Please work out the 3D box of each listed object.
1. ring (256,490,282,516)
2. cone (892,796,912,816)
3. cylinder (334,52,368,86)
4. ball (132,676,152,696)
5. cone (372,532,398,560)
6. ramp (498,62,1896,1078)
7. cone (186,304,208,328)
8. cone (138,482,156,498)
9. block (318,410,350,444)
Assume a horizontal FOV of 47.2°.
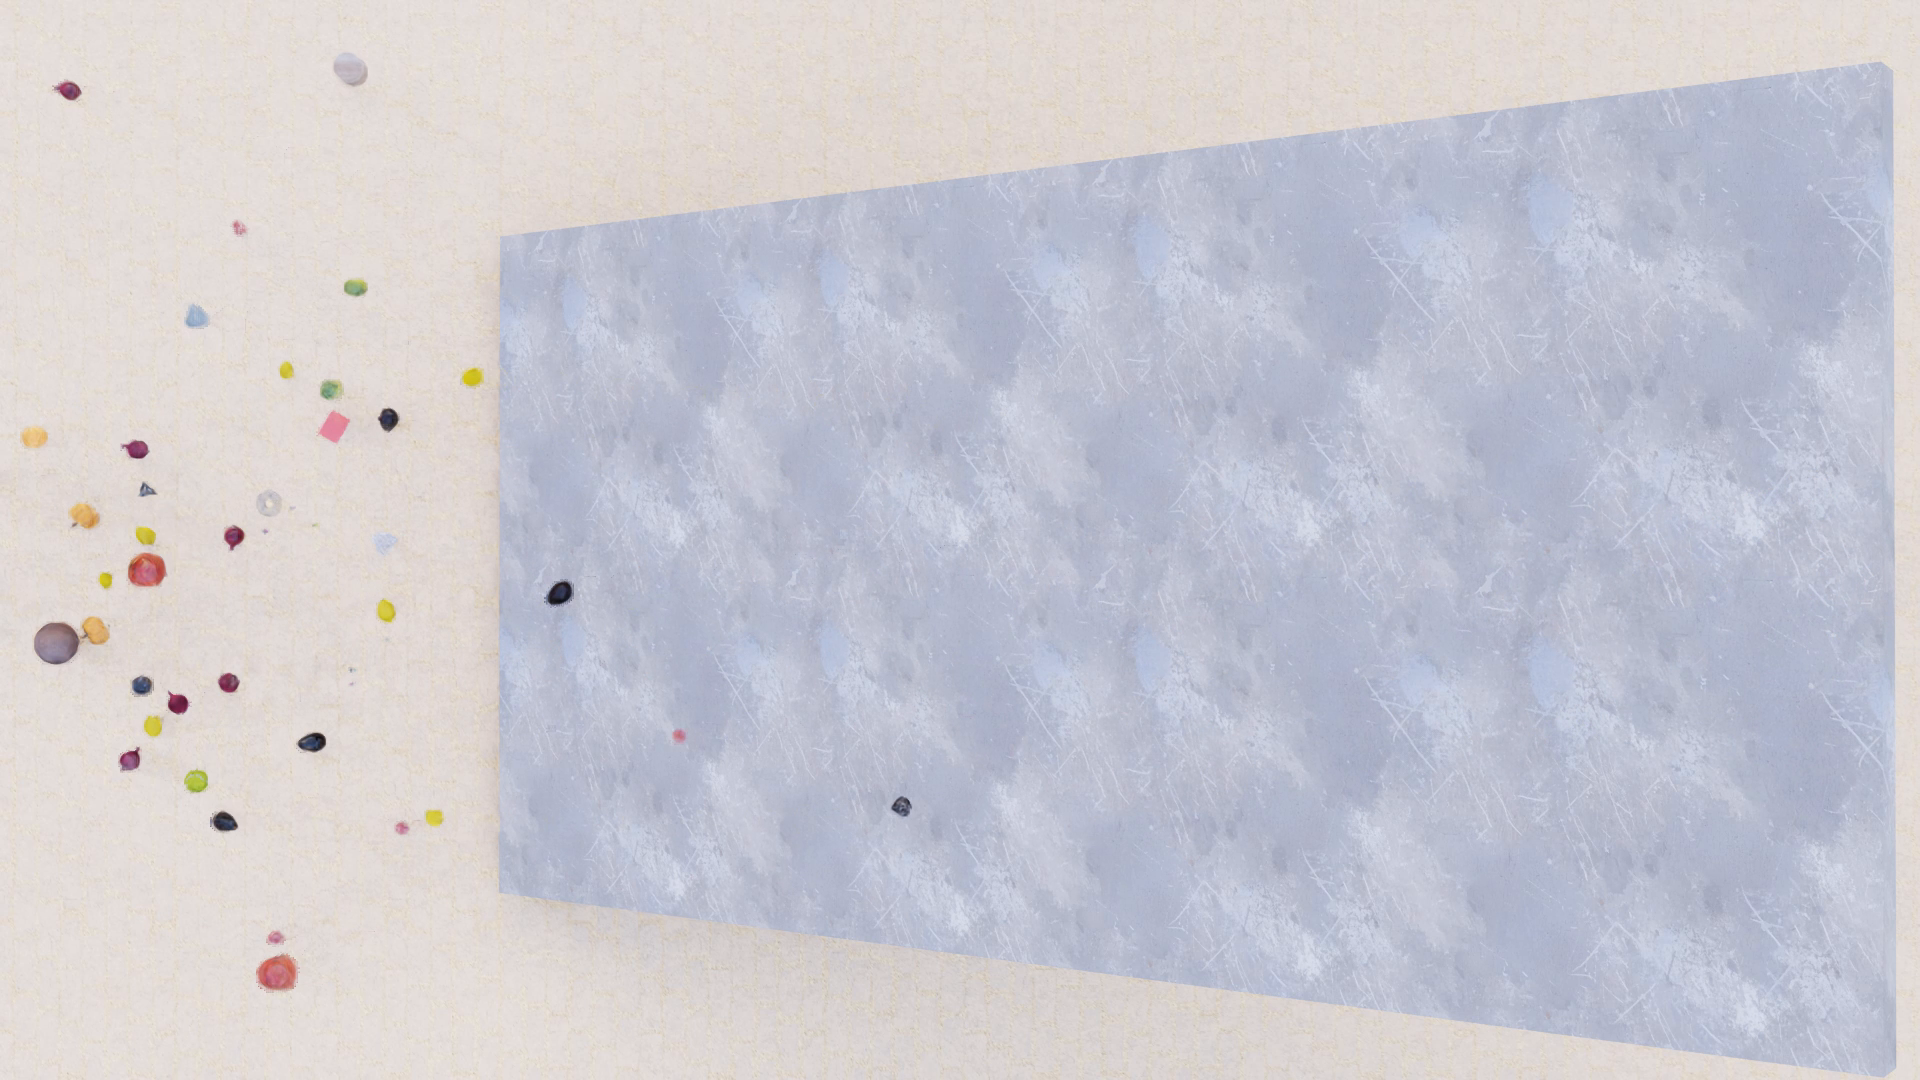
[{"bbox_3d":[-2.128,-0.112,6.771,0.080,0.027,0.080,0,90,-1],"label":"ring"},{"bbox_3d":[-0.165,0.699,5.751,0.053,0.053,0.053,0,89,36],"label":"cone"},{"bbox_3d":[-1.869,-1.445,6.752,0.085,0.085,0.085,0,90,0],"label":"cylinder"},{"bbox_3d":[-2.512,0.446,6.750,0.060,0.060,0.060,0,90,0],"label":"ball"},{"bbox_3d":[-1.775,0.031,6.766,0.078,0.078,0.078,16,116,0],"label":"cone"},{"bbox_3d":[0.235,0.066,5.555,4.000,0.100,2.000,0,89,36],"label":"ramp"},{"bbox_3d":[-2.345,-0.700,6.739,0.067,0.067,0.067,2,132,0],"label":"cone"},{"bbox_3d":[-2.496,-0.149,6.773,0.051,0.051,0.051,16,90,-26],"label":"cone"},{"bbox_3d":[-1.916,-0.347,6.735,0.062,0.062,0.062,31,111,-16],"label":"block"}]
